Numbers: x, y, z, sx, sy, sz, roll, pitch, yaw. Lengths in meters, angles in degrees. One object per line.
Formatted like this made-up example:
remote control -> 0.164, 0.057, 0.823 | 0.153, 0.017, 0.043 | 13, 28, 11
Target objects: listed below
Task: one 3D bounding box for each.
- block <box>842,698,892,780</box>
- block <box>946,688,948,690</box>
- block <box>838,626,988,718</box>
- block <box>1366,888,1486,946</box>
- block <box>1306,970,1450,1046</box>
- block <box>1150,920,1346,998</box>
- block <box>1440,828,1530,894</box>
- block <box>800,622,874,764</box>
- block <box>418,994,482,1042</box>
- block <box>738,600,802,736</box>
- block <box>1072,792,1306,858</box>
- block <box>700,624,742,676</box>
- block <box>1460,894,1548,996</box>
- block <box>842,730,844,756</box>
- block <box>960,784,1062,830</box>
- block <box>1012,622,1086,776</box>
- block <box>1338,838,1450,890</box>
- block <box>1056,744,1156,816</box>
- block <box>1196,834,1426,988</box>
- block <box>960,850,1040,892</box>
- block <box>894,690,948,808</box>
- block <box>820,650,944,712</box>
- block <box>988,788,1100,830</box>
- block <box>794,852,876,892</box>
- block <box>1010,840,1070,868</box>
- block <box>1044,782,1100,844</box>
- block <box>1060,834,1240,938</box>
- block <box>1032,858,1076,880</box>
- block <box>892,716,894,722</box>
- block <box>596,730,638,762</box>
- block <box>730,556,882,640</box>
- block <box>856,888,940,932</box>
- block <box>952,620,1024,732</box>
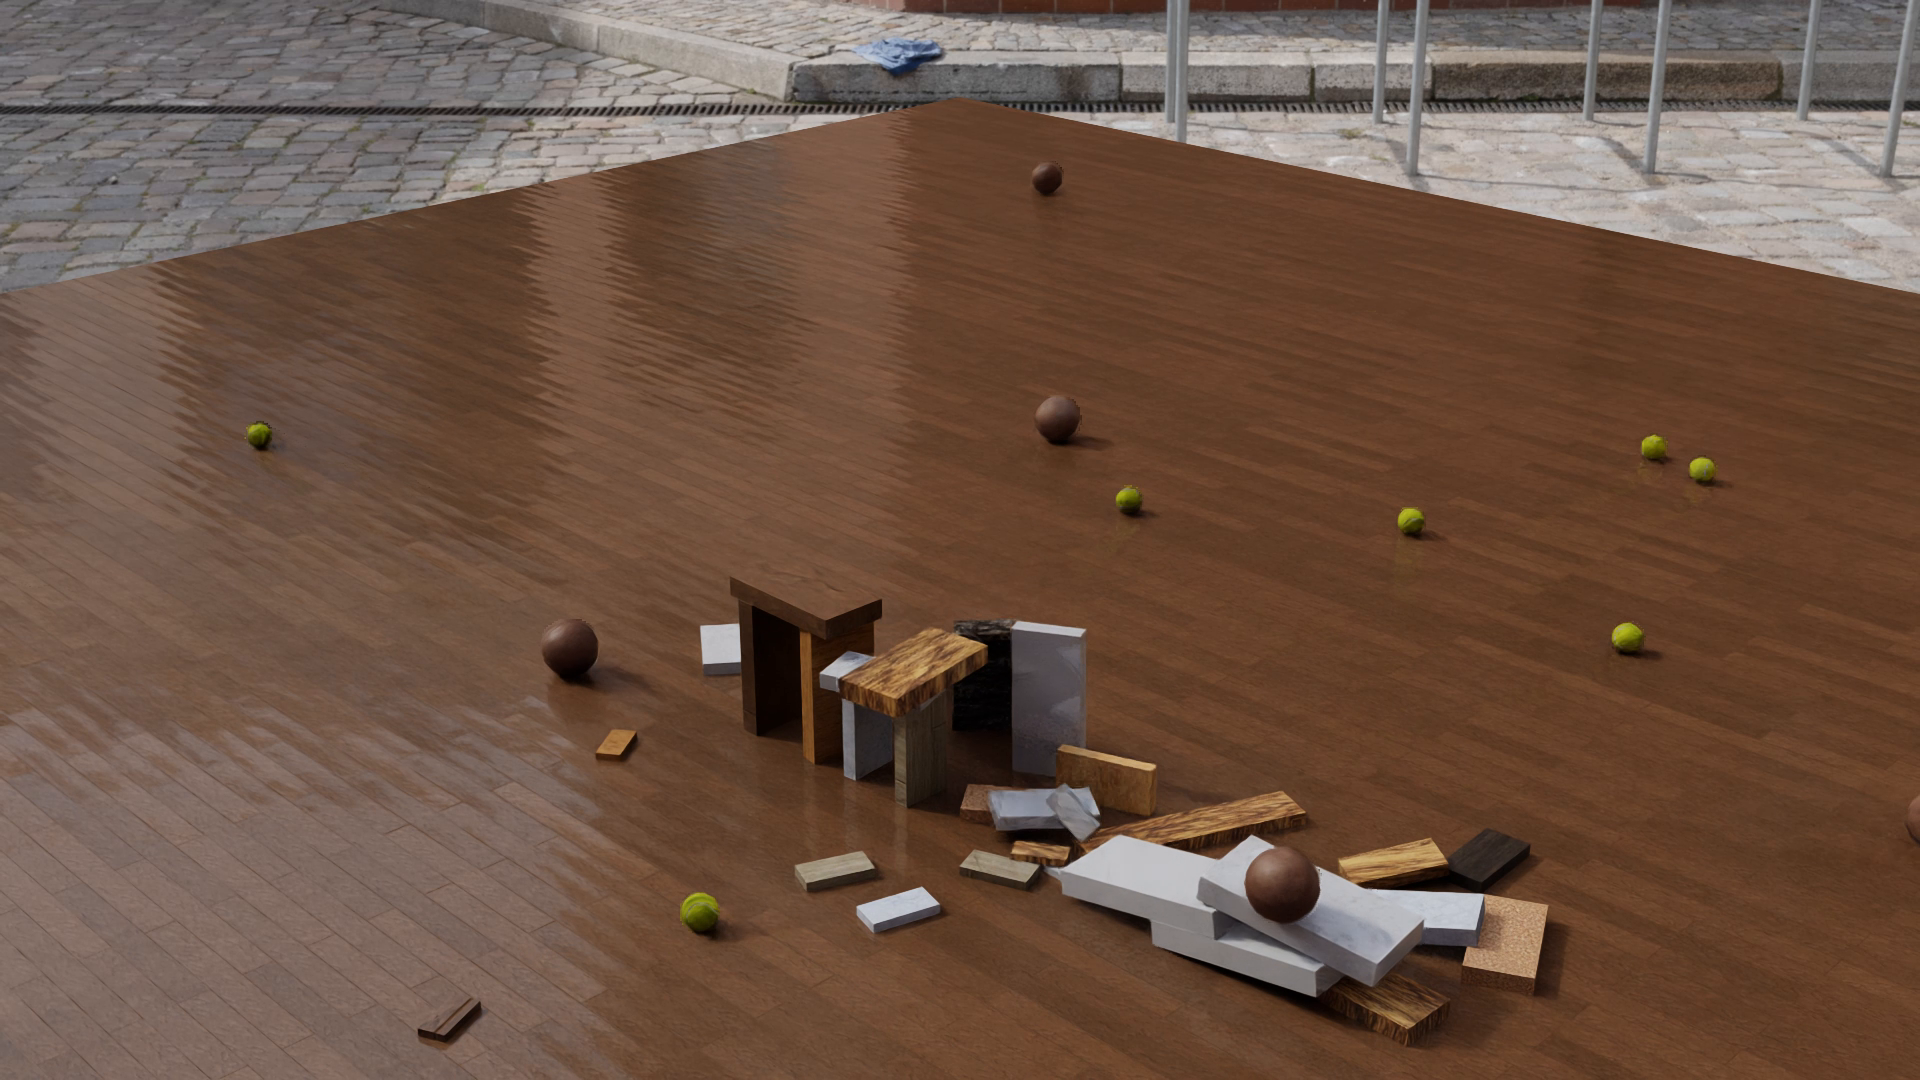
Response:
block -> -0.193, 0.373, 4.585 | 0.033, 0.232, 0.116 | 18, 29, 36
block -> -0.138, 0.307, 4.906 | 0.206, 0.029, 0.103 | 3, 21, -11
block -> -0.091, 0.262, 4.409 | 0.148, 0.042, 0.295 | 16, 29, 34
block -> 0.828, 0.692, 4.036 | 0.251, 0.036, 0.126 | -1, 21, 21
block -> 0.715, 0.792, 3.849 | 0.126, 0.036, 0.251 | -21, 31, -40
block -> 0.540, 0.714, 3.952 | 0.355, 0.050, 0.178 | 10, 24, 42
block -> 1.015, 0.621, 4.262 | 0.095, 0.027, 0.189 | 19, 30, 38
block -> -0.257, 0.306, 4.641 | 0.155, 0.311, 0.044 | -16, 28, -32
block -> -0.881, 0.825, 3.796 | 0.054, 0.015, 0.109 | 9, 25, 20
block -> -0.400, 0.254, 4.765 | 0.044, 0.310, 0.155 | 21, 31, 41
block -> 0.457, 0.576, 4.369 | 0.472, 0.027, 0.094 | -9, 25, -20
block -> -0.549, 0.254, 5.125 | 0.103, 0.029, 0.206 | -3, 23, -7
block -> 0.990, 0.731, 3.991 | 0.126, 0.036, 0.251 | 8, 24, 17
block -> -0.223, 0.404, 4.669 | 0.054, 0.109, 0.015 | -16, 28, -32
block -> 0.110, 0.539, 4.453 | 0.206, 0.029, 0.103 | 3, 23, 8
block -> 0.184, 0.333, 4.552 | 0.148, 0.325, 0.042 | 6, 22, 19
block -> 0.830, 0.626, 4.215 | 0.189, 0.027, 0.095 | -11, 24, -5
block -> 0.296, 0.489, 4.475 | 0.206, 0.103, 0.029 | 11, 23, 23
block -> 0.617, 0.651, 3.884 | 0.355, 0.050, 0.178 | 23, 32, 31
block -> 0.076, 0.636, 4.236 | 0.140, 0.020, 0.070 | 10, 25, 23
block -> -0.080, 0.418, 4.479 | 0.033, 0.232, 0.116 | 21, 31, 41
block -> -0.155, 0.284, 4.453 | 0.232, 0.033, 0.116 | 11, 26, 25
block -> 0.167, 0.535, 4.381 | 0.206, 0.029, 0.103 | -1, 24, -10
block -> -0.241, 0.637, 4.233 | 0.139, 0.020, 0.070 | -9, 25, -21
block -> 0.157, 0.608, 4.263 | 0.108, 0.015, 0.054 | 7, 22, 9
block -> 0.220, 0.533, 4.296 | 0.108, 0.054, 0.015 | 49, 30, 13
block -> 0.380, 0.638, 4.079 | 0.356, 0.050, 0.178 | 9, 23, 43
block -> 0.183, 0.628, 4.262 | 0.054, 0.015, 0.108 | -21, 31, -40
block -> -0.120, 0.356, 4.884 | 0.103, 0.029, 0.206 | -8, 24, -18
block -> -0.735, 0.439, 4.706 | 0.054, 0.015, 0.109 | 4, 23, 10
block -> -0.326, 0.119, 4.628 | 0.155, 0.044, 0.310 | -21, 31, -40
block -> -0.115, 0.691, 4.108 | 0.140, 0.020, 0.070 | -12, 26, -27
block -> 0.059, 0.291, 4.700 | 0.148, 0.295, 0.042 | -1, 42, -3
